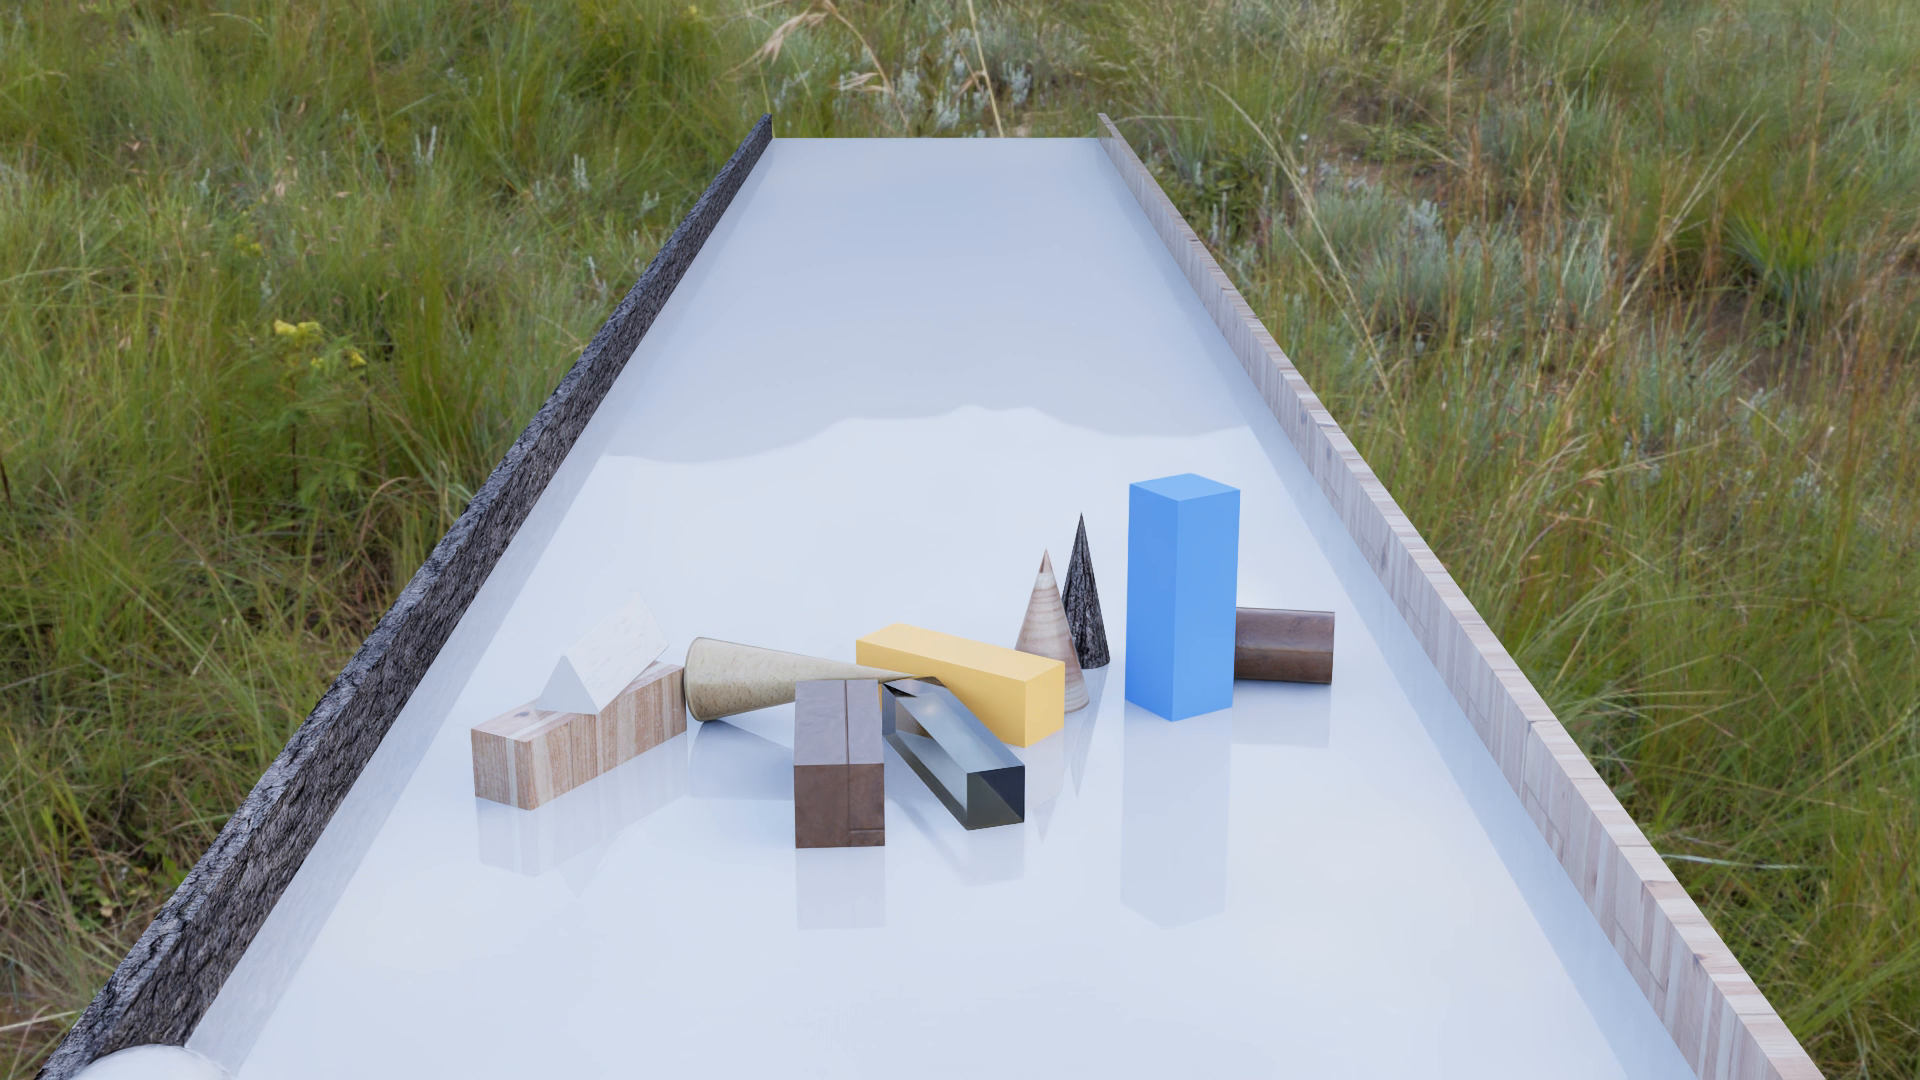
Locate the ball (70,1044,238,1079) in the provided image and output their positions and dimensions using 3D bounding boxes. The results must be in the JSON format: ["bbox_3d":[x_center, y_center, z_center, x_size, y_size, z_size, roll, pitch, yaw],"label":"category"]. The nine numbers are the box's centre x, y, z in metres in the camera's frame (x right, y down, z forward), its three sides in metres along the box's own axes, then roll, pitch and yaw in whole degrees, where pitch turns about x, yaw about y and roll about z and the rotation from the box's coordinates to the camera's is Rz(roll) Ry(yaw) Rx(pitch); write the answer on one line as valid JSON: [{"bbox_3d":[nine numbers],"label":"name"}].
[{"bbox_3d":[-0.911,0.692,2.467,0.247,0.247,0.247,0,17,0],"label":"ball"}]

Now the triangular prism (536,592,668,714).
[{"bbox_3d":[-0.639,0.196,3.945,0.118,0.102,0.357,4,17,12],"label":"triangular prism"}]

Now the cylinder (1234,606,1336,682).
[{"bbox_3d":[0.559,0.201,4.308,0.341,0.139,0.139,3,17,9],"label":"cylinder"}]

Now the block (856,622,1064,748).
[{"bbox_3d":[-0.002,0.267,4.105,0.387,0.128,0.128,12,20,34],"label":"block"}]

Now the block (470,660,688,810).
[{"bbox_3d":[-0.665,0.334,3.885,0.124,0.124,0.430,10,19,29],"label":"block"}]

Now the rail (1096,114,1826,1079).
[{"bbox_3d":[0.932,-0.844,7.801,0.050,0.150,12.000,0,17,-1],"label":"rail"}]

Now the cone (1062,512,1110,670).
[{"bbox_3d":[0.240,0.090,4.378,0.126,0.312,0.126,0,17,0],"label":"cone"}]

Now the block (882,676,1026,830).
[{"bbox_3d":[-0.018,0.364,3.824,0.102,0.102,0.453,-6,18,-19],"label":"block"}]

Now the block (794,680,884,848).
[{"bbox_3d":[-0.206,0.372,3.721,0.145,0.145,0.389,-1,17,-3],"label":"block"}]

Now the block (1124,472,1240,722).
[{"bbox_3d":[0.415,0.106,4.123,0.145,0.427,0.145,-11,20,-32],"label":"block"}]

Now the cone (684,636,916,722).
[{"bbox_3d":[-0.278,0.252,4.026,0.424,0.159,0.159,-2,16,15],"label":"cone"}]

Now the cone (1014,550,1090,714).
[{"bbox_3d":[0.161,0.158,4.160,0.174,0.305,0.174,0,17,0],"label":"cone"}]

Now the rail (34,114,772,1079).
[{"bbox_3d":[-1.118,-0.838,7.780,0.050,0.150,12.000,0,17,-1],"label":"rail"}]
